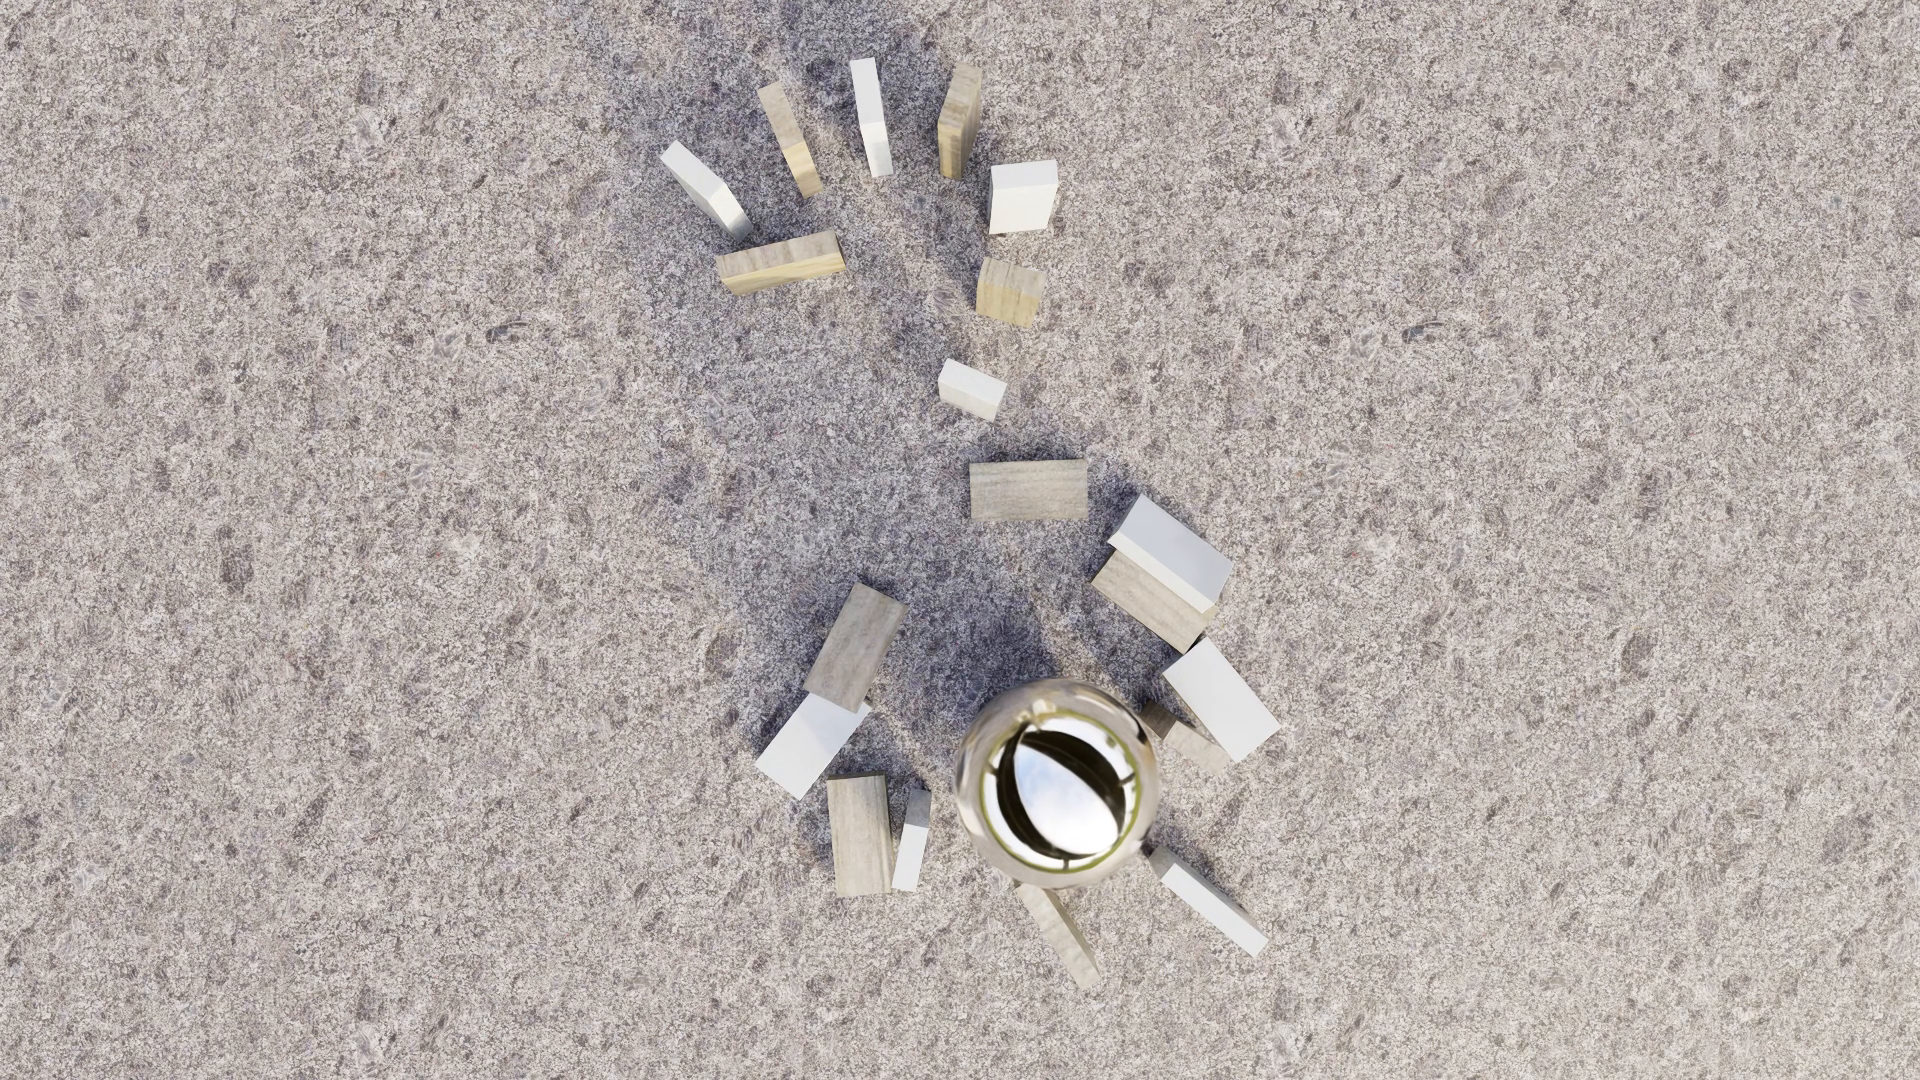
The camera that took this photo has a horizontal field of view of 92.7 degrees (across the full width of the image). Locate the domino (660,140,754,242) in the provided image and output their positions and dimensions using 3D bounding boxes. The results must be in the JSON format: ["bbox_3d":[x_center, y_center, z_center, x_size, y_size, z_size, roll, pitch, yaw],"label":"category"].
[{"bbox_3d":[-0.102,-0.141,0.375,0.025,0.050,0.009,42,90,0],"label":"domino"}]

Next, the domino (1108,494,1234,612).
[{"bbox_3d":[0.090,0.005,0.389,0.050,0.009,0.025,37,55,0],"label":"domino"}]

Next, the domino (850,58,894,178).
[{"bbox_3d":[-0.036,-0.171,0.375,0.010,0.050,0.025,-9,90,0],"label":"domino"}]

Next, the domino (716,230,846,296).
[{"bbox_3d":[-0.075,-0.117,0.388,0.050,0.025,0.010,-13,90,0],"label":"domino"}]

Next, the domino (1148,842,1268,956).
[{"bbox_3d":[0.104,0.152,0.388,0.050,0.025,0.009,39,90,0],"label":"domino"}]

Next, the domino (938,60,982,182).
[{"bbox_3d":[0.000,-0.170,0.375,0.010,0.050,0.025,19,90,0],"label":"domino"}]

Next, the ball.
[{"bbox_3d":[0.038,0.095,0.360,0.080,0.080,0.080,0,90,0],"label":"ball"}]

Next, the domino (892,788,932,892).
[{"bbox_3d":[-0.019,0.121,0.375,0.009,0.050,0.025,12,90,0],"label":"domino"}]

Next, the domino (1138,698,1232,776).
[{"bbox_3d":[0.091,0.080,0.375,0.025,0.050,0.009,34,90,0],"label":"domino"}]

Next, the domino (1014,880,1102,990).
[{"bbox_3d":[0.040,0.161,0.388,0.009,0.025,0.050,-33,90,0],"label":"domino"}]

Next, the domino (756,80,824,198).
[{"bbox_3d":[-0.069,-0.162,0.375,0.009,0.050,0.025,-23,90,0],"label":"domino"}]

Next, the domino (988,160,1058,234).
[{"bbox_3d":[0.025,-0.140,0.375,0.025,0.050,0.010,-6,90,0],"label":"domino"}]

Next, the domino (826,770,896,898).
[{"bbox_3d":[-0.042,0.126,0.395,0.025,0.010,0.050,-6,90,0],"label":"domino"}]

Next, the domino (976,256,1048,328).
[{"bbox_3d":[0.020,-0.100,0.375,0.025,0.050,0.010,16,90,0],"label":"domino"}]

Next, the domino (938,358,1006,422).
[{"bbox_3d":[0.005,-0.060,0.375,0.025,0.050,0.010,23,90,0],"label":"domino"}]

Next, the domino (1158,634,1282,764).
[{"bbox_3d":[0.112,0.068,0.395,0.025,0.010,0.050,-40,90,0],"label":"domino"}]

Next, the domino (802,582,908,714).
[{"bbox_3d":[-0.044,0.046,0.389,0.025,0.009,0.050,26,76,0],"label":"domino"}]

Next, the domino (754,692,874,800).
[{"bbox_3d":[-0.063,0.084,0.395,0.025,0.009,0.050,38,90,0],"label":"domino"}]

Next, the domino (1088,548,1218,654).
[{"bbox_3d":[0.083,0.024,0.395,0.050,0.010,0.025,37,90,0],"label":"domino"}]

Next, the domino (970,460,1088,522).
[{"bbox_3d":[0.029,-0.021,0.395,0.050,0.009,0.025,-2,90,0],"label":"domino"}]
